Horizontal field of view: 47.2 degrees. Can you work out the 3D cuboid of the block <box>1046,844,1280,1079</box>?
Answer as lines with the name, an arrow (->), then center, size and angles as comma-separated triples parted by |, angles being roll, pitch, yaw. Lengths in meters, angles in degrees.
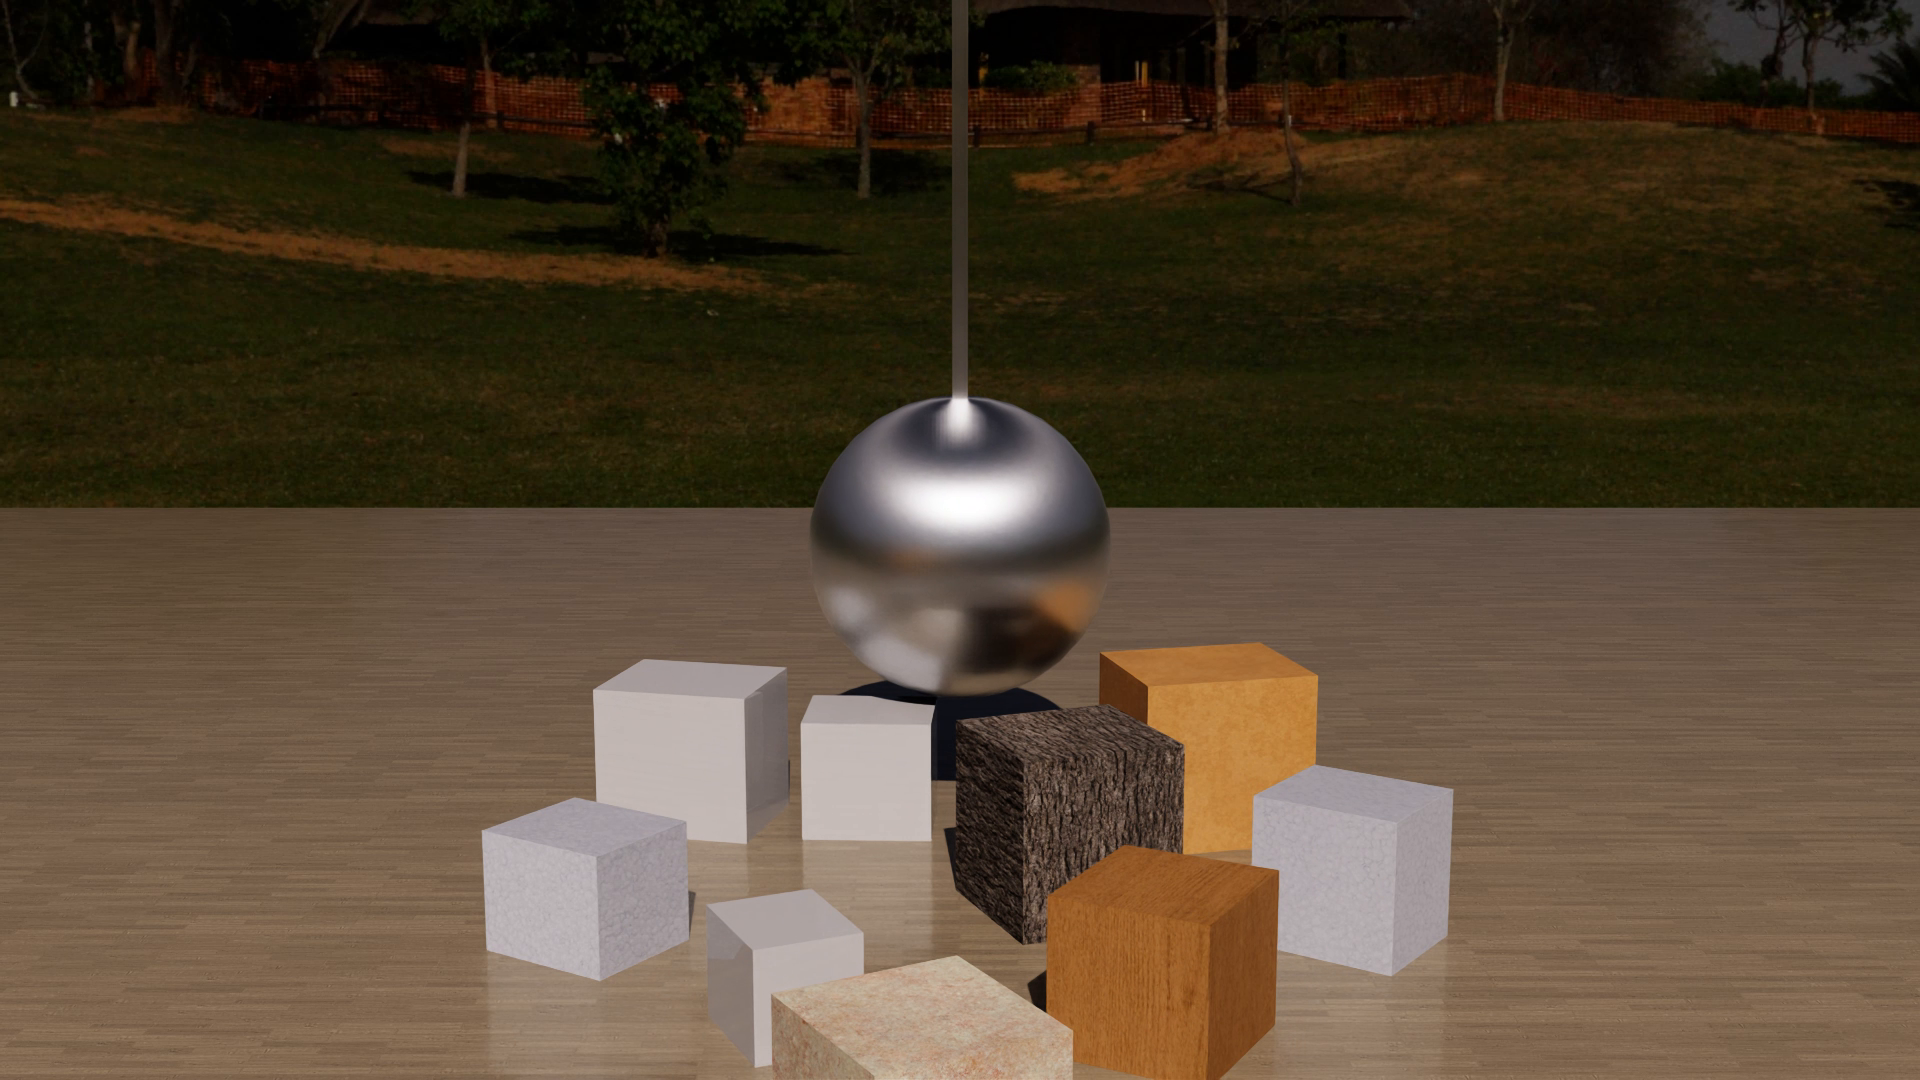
block -> 0.801, 1.657, 8.634 | 0.672, 0.651, 0.713 | 6, 12, 28

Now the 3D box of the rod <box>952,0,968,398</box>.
rod -> 0.000, -3.261, 10.762 | 0.080, 5.200, 0.080 | 0, 14, 0

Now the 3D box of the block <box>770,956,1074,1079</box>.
block -> -0.134, 1.883, 7.192 | 0.706, 0.721, 0.752 | -6, 12, -29

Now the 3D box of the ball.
ball -> 0.000, 0.036, 11.590 | 1.600, 1.600, 1.600 | 0, 10, 0

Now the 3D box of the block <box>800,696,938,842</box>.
block -> -0.462, 1.175, 11.397 | 0.656, 0.610, 0.572 | 0, 10, 2

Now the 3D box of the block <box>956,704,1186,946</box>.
block -> 0.495, 1.290, 10.147 | 0.791, 0.832, 0.783 | -4, 11, -22

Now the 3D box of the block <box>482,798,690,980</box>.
block -> -1.642, 1.520, 9.674 | 0.662, 0.547, 0.586 | 7, 12, 32

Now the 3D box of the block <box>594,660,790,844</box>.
block -> -1.389, 1.088, 11.471 | 0.808, 0.754, 0.687 | 2, 11, 13

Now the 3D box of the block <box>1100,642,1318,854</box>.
block -> 1.257, 1.060, 11.296 | 0.895, 0.873, 0.759 | -3, 11, -14

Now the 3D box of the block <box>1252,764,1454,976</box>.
block -> 1.731, 1.444, 9.726 | 0.677, 0.679, 0.598 | 7, 13, 35

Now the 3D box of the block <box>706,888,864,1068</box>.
block -> -0.698, 1.728, 8.735 | 0.454, 0.474, 0.560 | -5, 11, -24
